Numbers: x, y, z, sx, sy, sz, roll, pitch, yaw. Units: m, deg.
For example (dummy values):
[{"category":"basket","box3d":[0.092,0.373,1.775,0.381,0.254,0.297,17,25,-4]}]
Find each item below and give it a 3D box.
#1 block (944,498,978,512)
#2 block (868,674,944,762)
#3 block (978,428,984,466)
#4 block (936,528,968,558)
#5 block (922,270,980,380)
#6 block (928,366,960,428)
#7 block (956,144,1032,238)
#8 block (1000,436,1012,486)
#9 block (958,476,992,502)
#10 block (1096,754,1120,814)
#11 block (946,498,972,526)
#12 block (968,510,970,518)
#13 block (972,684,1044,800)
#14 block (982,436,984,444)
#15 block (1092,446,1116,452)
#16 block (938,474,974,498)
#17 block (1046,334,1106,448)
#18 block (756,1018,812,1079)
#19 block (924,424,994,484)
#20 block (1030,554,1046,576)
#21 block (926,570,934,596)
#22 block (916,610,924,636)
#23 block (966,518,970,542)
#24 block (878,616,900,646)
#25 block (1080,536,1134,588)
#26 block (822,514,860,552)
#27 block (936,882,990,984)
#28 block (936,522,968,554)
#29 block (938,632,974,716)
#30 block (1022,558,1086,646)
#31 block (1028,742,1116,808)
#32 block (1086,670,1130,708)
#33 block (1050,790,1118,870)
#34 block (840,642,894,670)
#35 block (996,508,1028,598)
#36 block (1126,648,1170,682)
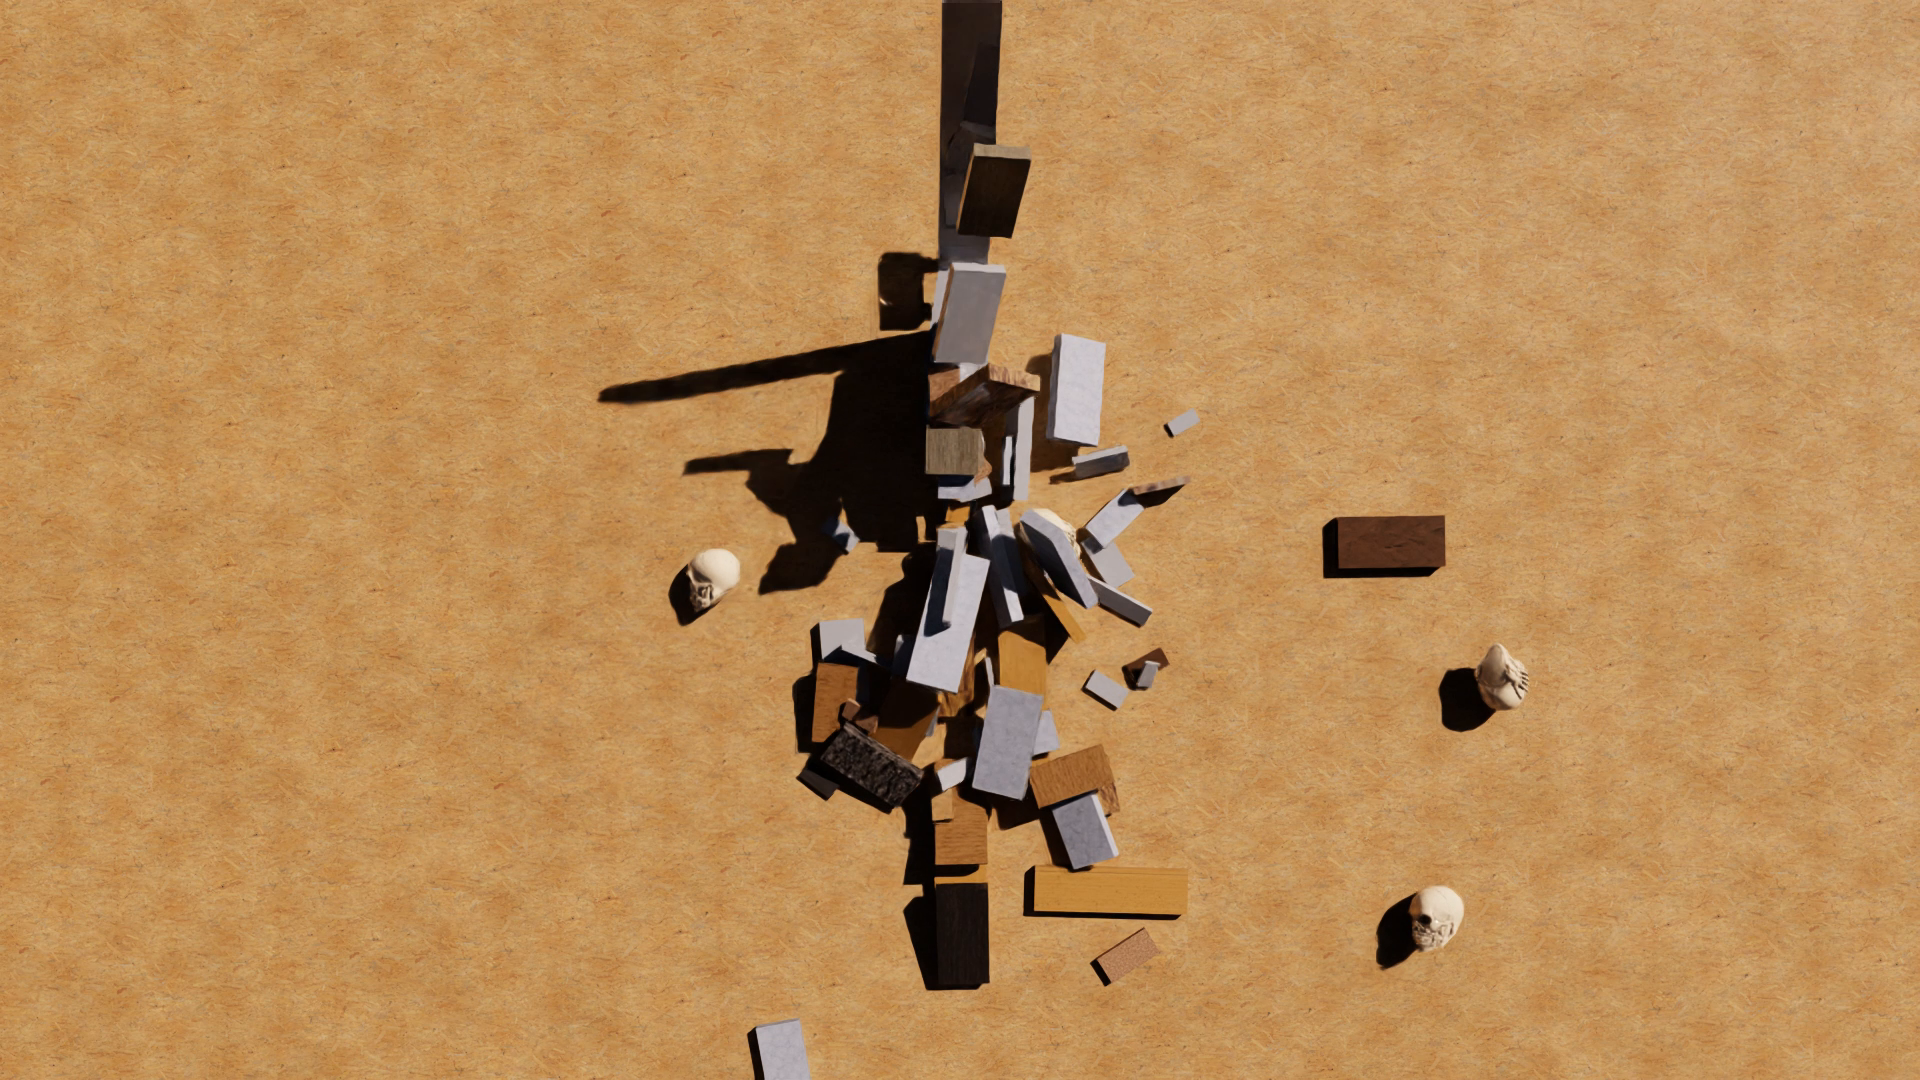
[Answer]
[{"category":"block","box3d":[0.002,-0.201,5.450,0.111,0.031,0.221,1,109,0]},{"category":"block","box3d":[-0.198,0.611,5.398,0.167,0.047,0.334,26,119,0]},{"category":"block","box3d":[0.014,-0.347,5.295,0.115,0.033,0.230,-4,92,1]},{"category":"block","box3d":[-0.031,0.055,5.396,0.093,0.026,0.186,5,110,-2]},{"category":"block","box3d":[-0.008,-0.656,5.118,0.167,0.047,0.334,8,90,2]},{"category":"block","box3d":[-0.046,-0.430,4.976,0.093,0.026,0.186,0,110,0]},{"category":"block","box3d":[0.091,-0.960,4.549,0.156,0.312,0.044,2,58,-8]},{"category":"block","box3d":[0.150,-0.257,5.379,0.022,0.079,0.157,4,89,-5]},{"category":"block","box3d":[0.023,-0.243,5.386,0.111,0.031,0.221,-16,94,0]},{"category":"block","box3d":[0.463,0.814,5.460,0.095,0.027,0.190,-13,90,-2]},{"category":"block","box3d":[-0.001,-0.119,5.422,0.069,0.020,0.138,13,96,-1]},{"category":"block","box3d":[-0.002,-0.090,5.460,0.069,0.020,0.138,1,109,0]},{"category":"block","box3d":[0.156,0.655,5.354,0.170,0.048,0.340,12,96,14]},{"category":"block","box3d":[0.031,-0.360,5.322,0.079,0.022,0.158,-8,91,1]},{"category":"block","box3d":[0.491,-0.281,5.493,0.101,0.014,0.050,-11,90,0]},{"category":"block","box3d":[-0.012,-0.250,5.263,0.115,0.033,0.230,0,97,2]},{"category":"block","box3d":[0.381,-0.490,5.415,0.173,0.049,0.346,9,82,-29]},{"category":"block","box3d":[-0.579,1.747,5.479,0.145,0.041,0.290,-11,90,0]},{"category":"block","box3d":[-0.003,-0.301,5.353,0.079,0.022,0.257,-41,94,5]},{"category":"block","box3d":[0.256,0.081,5.430,0.014,0.097,0.049,-33,113,3]},{"category":"block","box3d":[-0.038,0.241,5.431,0.142,0.040,0.283,0,111,0]},{"category":"block","box3d":[-0.061,0.285,5.366,0.142,0.040,0.283,15,103,-3]},{"category":"block","box3d":[-0.005,-0.007,5.467,0.069,0.020,0.138,1,108,-2]},{"category":"block","box3d":[-0.231,0.305,5.494,0.045,0.013,0.091,-28,90,0]},{"category":"block","box3d":[0.492,0.065,5.487,0.095,0.027,0.190,-32,90,0]},{"category":"block","box3d":[-0.396,-0.023,5.491,0.125,0.018,0.063,40,90,0]},{"category":"block","box3d":[0.010,1.297,5.434,0.170,0.048,0.340,-1,104,0]},{"category":"block","box3d":[-0.021,0.032,5.444,0.093,0.026,0.186,-6,118,1]},{"category":"block","box3d":[-0.023,0.442,5.446,0.142,0.040,0.284,0,104,0]},{"category":"block","box3d":[0.304,0.202,5.391,0.041,0.145,0.291,-36,105,-2]},{"category":"block","box3d":[0.360,0.768,5.378,0.263,0.037,0.131,-20,86,3]},{"category":"block","box3d":[0.490,0.496,5.491,0.134,0.019,0.067,33,90,0]},{"category":"block","box3d":[0.395,0.916,5.437,0.153,0.043,0.307,-22,86,25]},{"category":"block","box3d":[-0.302,0.380,5.413,0.182,0.091,0.026,22,85,-2]},{"category":"block","box3d":[0.160,0.044,5.425,0.041,0.145,0.291,-13,90,-8]},{"category":"block","box3d":[0.625,0.415,5.491,0.131,0.018,0.065,-28,90,0]}]
